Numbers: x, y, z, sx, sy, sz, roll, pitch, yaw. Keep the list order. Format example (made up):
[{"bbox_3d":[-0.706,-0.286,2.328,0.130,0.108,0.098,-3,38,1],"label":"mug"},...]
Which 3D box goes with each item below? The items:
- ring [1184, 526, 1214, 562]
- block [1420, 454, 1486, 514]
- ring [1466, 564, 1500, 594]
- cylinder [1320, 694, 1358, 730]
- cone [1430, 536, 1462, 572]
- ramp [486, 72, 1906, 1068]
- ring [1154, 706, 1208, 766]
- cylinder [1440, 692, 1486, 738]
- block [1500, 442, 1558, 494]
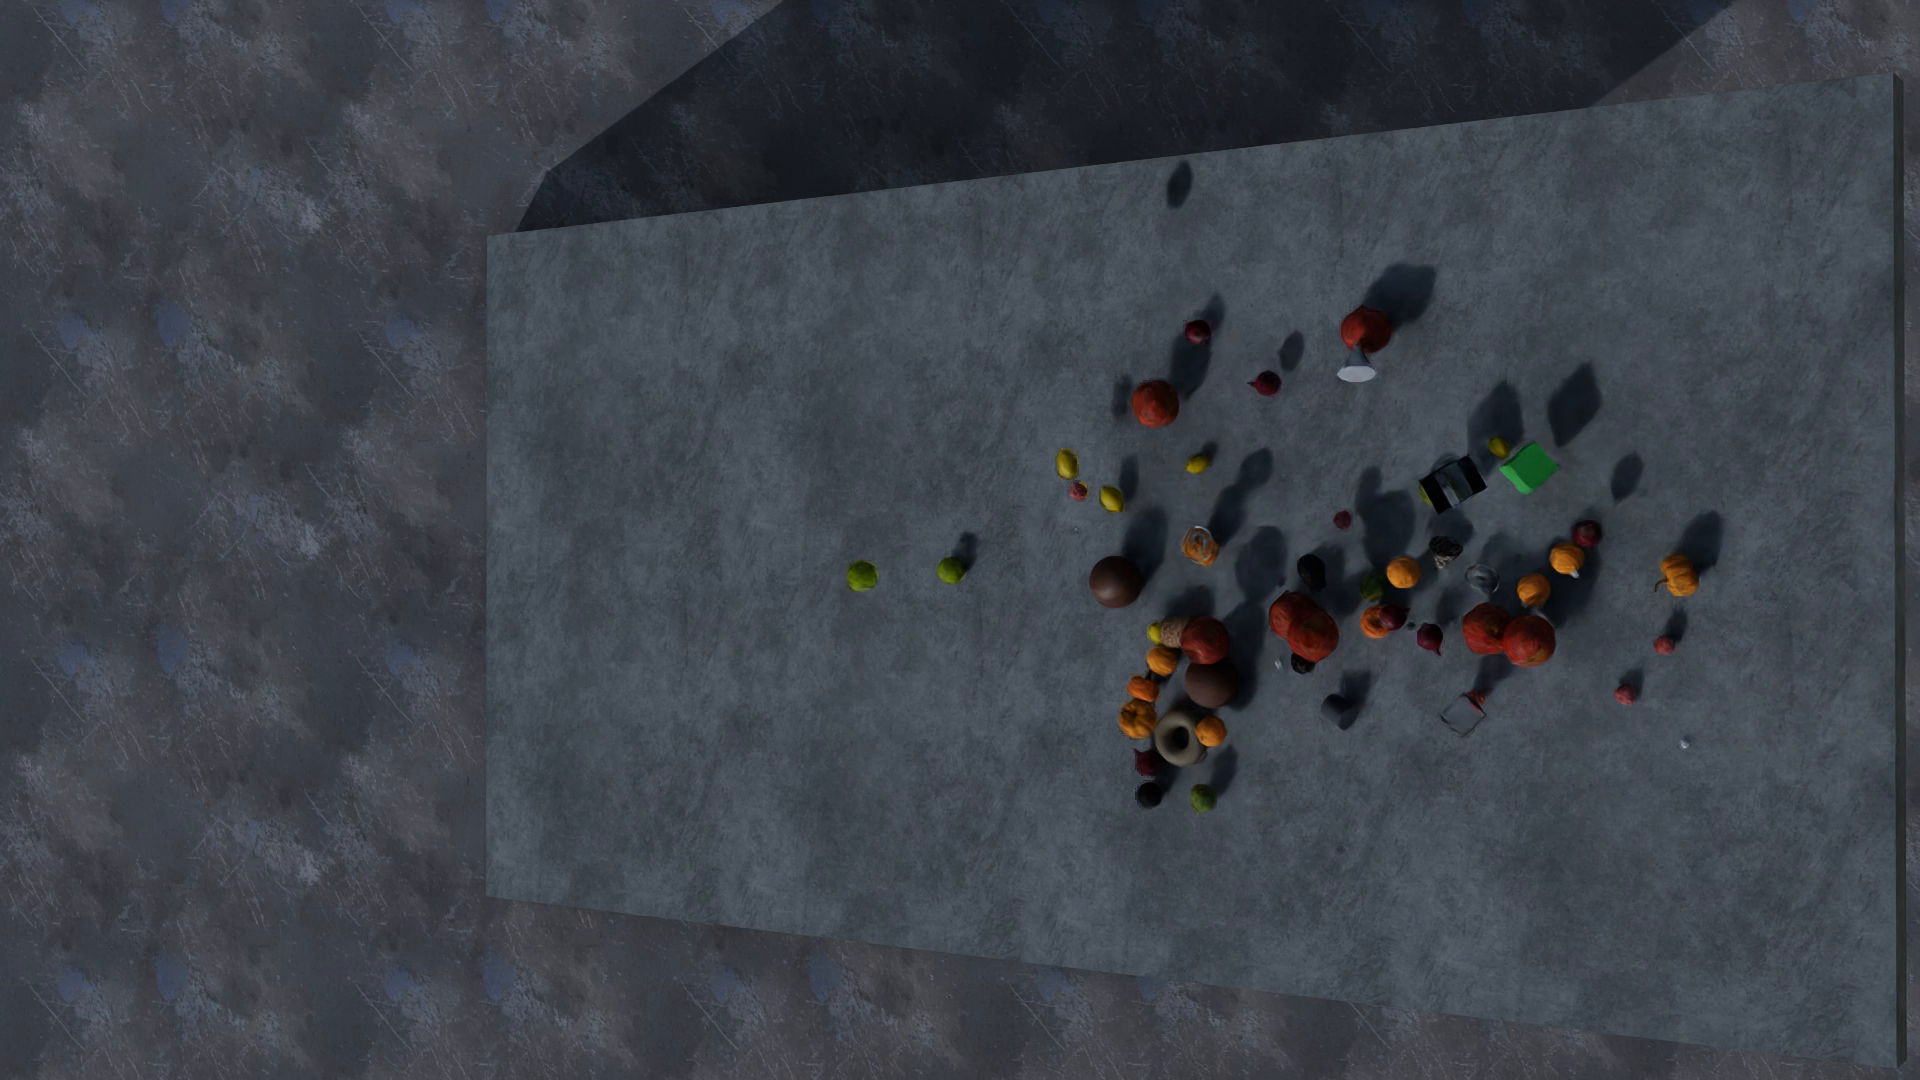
[{"bbox_3d":[0.559,0.010,5.139,0.082,0.027,0.082,2,93,45],"label":"ring"},{"bbox_3d":[1.085,-0.122,4.834,0.085,0.085,0.085,-24,82,-27],"label":"block"},{"bbox_3d":[1.156,0.086,4.865,0.078,0.078,0.026,36,54,0],"label":"ring"},{"bbox_3d":[0.871,0.394,5.050,0.061,0.061,0.061,-20,124,-31],"label":"cylinder"},{"bbox_3d":[1.082,0.044,4.934,0.074,0.074,0.074,9,128,0],"label":"cone"},{"bbox_3d":[0.250,0.069,5.579,4.000,0.100,2.000,0,89,34],"label":"ramp"},{"bbox_3d":[0.533,0.473,5.294,0.143,0.048,0.143,-2,86,34],"label":"ring"},{"bbox_3d":[1.102,0.385,4.818,0.071,0.071,0.071,-44,90,-1],"label":"cylinder"},{"bbox_3d":[1.223,-0.154,4.728,0.077,0.077,0.077,-41,87,-4],"label":"block"}]
